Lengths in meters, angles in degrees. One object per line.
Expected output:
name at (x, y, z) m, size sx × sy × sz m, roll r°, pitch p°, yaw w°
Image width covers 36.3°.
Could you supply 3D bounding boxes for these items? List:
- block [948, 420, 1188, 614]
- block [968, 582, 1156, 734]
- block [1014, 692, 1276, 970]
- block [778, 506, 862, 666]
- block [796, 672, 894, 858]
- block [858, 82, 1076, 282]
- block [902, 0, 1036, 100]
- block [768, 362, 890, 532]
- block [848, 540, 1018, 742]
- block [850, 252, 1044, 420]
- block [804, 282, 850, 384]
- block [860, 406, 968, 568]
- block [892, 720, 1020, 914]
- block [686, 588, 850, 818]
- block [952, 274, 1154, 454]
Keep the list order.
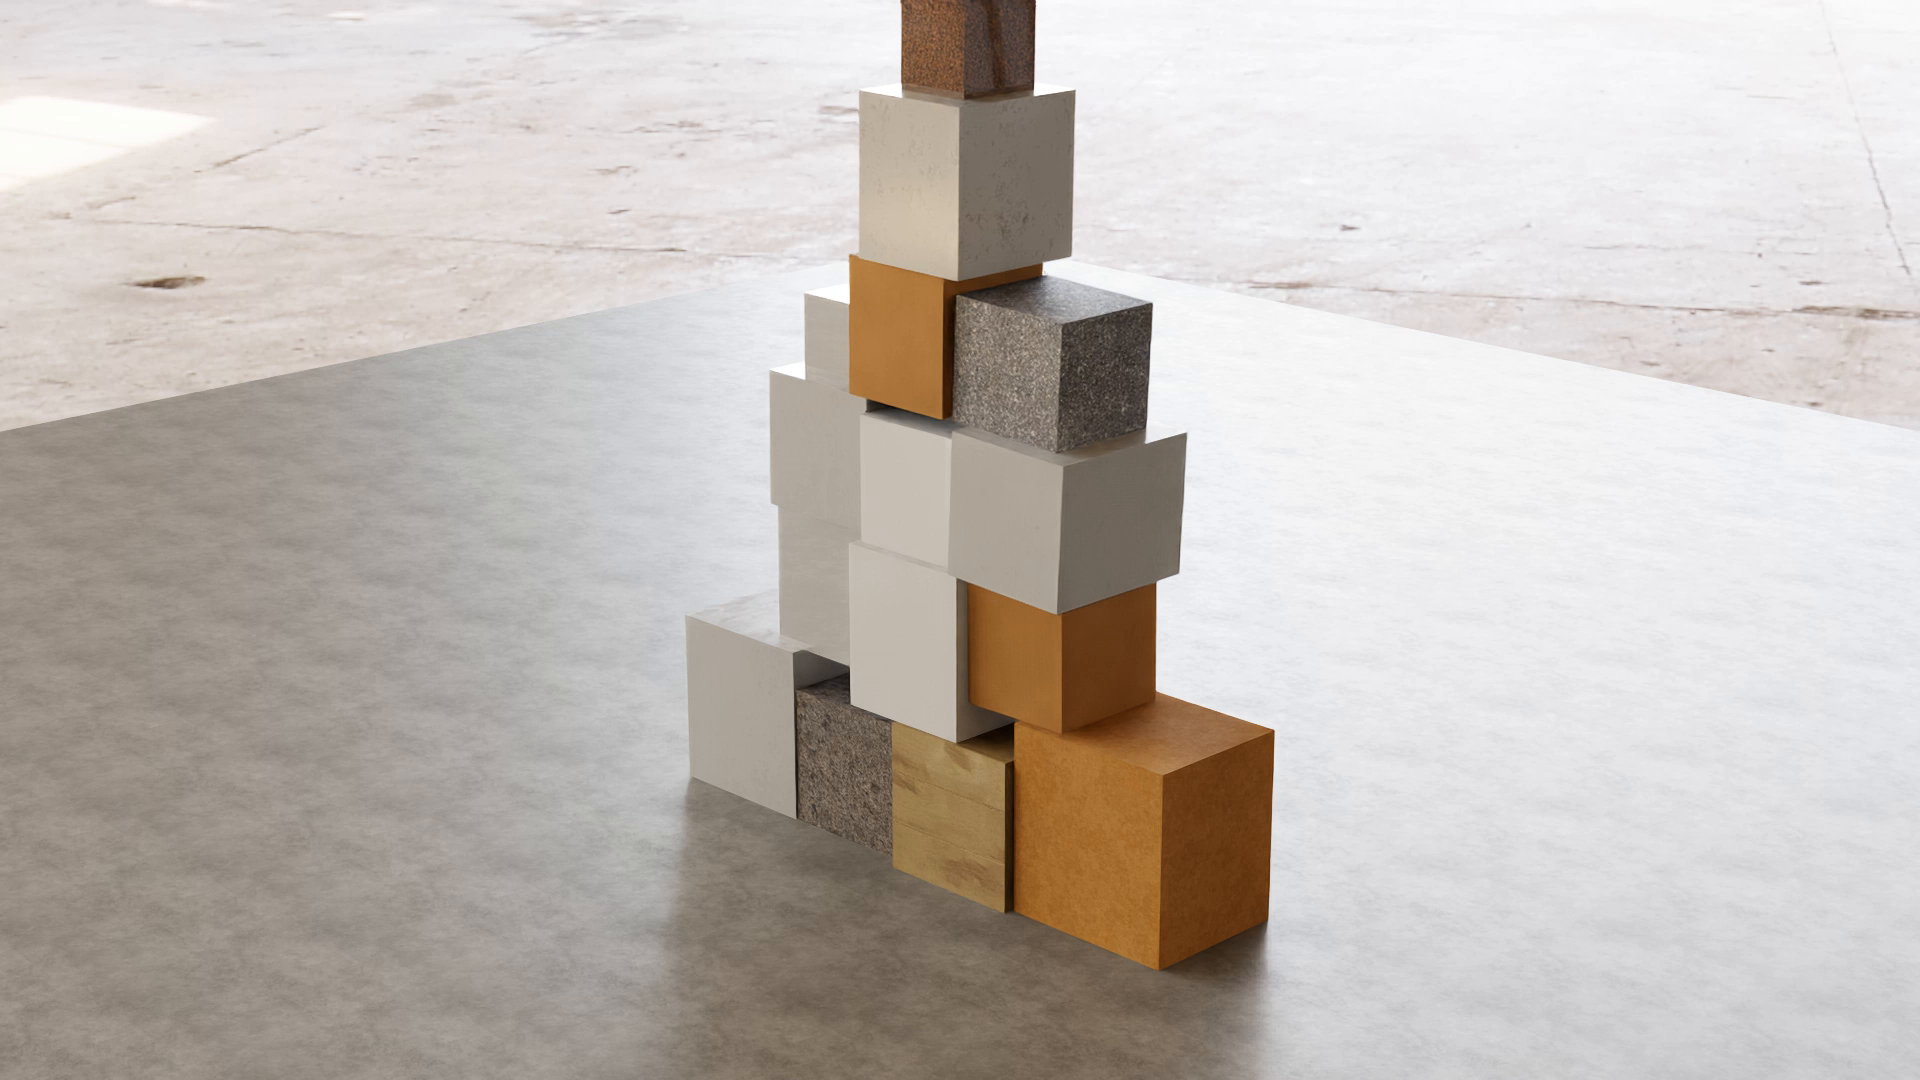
block at (0.467, -0.160, 12.800) m, size 0.791 × 0.659 × 0.659 m, roll -17°, pitch 26°, yaw -42°
block at (0.454, 0.442, 12.993) m, size 0.566 × 0.574 × 0.616 m, roll 16°, pitch 23°, yaw 43°
block at (0.803, 1.240, 12.904) m, size 0.737 × 0.897 × 0.861 m, roll -17°, pitch 24°, yaw -42°
block at (-0.446, 0.164, 13.867) m, size 0.566 × 0.678 × 0.599 m, roll -17°, pitch 25°, yaw -42°
block at (-0.272, 1.026, 13.972) m, size 0.702 × 0.664 × 0.718 m, roll -17°, pitch 24°, yaw -42°
block at (0.030, -1.601, 12.829) m, size 0.715 × 0.744 × 0.615 m, roll -17°, pitch 25°, yaw -42°
block at (0.036, -2.156, 12.650) m, size 0.438 × 0.423 × 0.383 m, roll -17°, pitch 25°, yaw -42°
block at (-0.459, -0.467, 13.658) m, size 0.556 × 0.652 × 0.660 m, roll -17°, pitch 25°, yaw -42°
block at (0.017, 0.377, 13.453) m, size 0.784 × 0.782 × 0.691 m, roll -17°, pitch 24°, yaw -42°
block at (-0.064, -0.961, 13.098) m, size 0.625 × 0.641 × 0.595 m, roll -17°, pitch 25°, yaw -42°
block at (-0.425, -0.953, 13.492) m, size 0.405 × 0.376 × 0.421 m, roll -17°, pitch 25°, yaw -42°
block at (-0.006, -0.280, 13.244) m, size 0.637 × 0.596 × 0.614 m, roll -17°, pitch 24°, yaw -42°
block at (0.220, 1.162, 13.452) m, size 0.780 × 0.716 × 0.716 m, roll -17°, pitch 24°, yaw -42°
block at (-0.818, 0.779, 14.452) m, size 0.701 × 0.848 × 0.788 m, roll -17°, pitch 24°, yaw -42°
block at (0.399, -0.772, 12.690) m, size 0.575 × 0.564 × 0.625 m, roll -17°, pitch 26°, yaw -42°
